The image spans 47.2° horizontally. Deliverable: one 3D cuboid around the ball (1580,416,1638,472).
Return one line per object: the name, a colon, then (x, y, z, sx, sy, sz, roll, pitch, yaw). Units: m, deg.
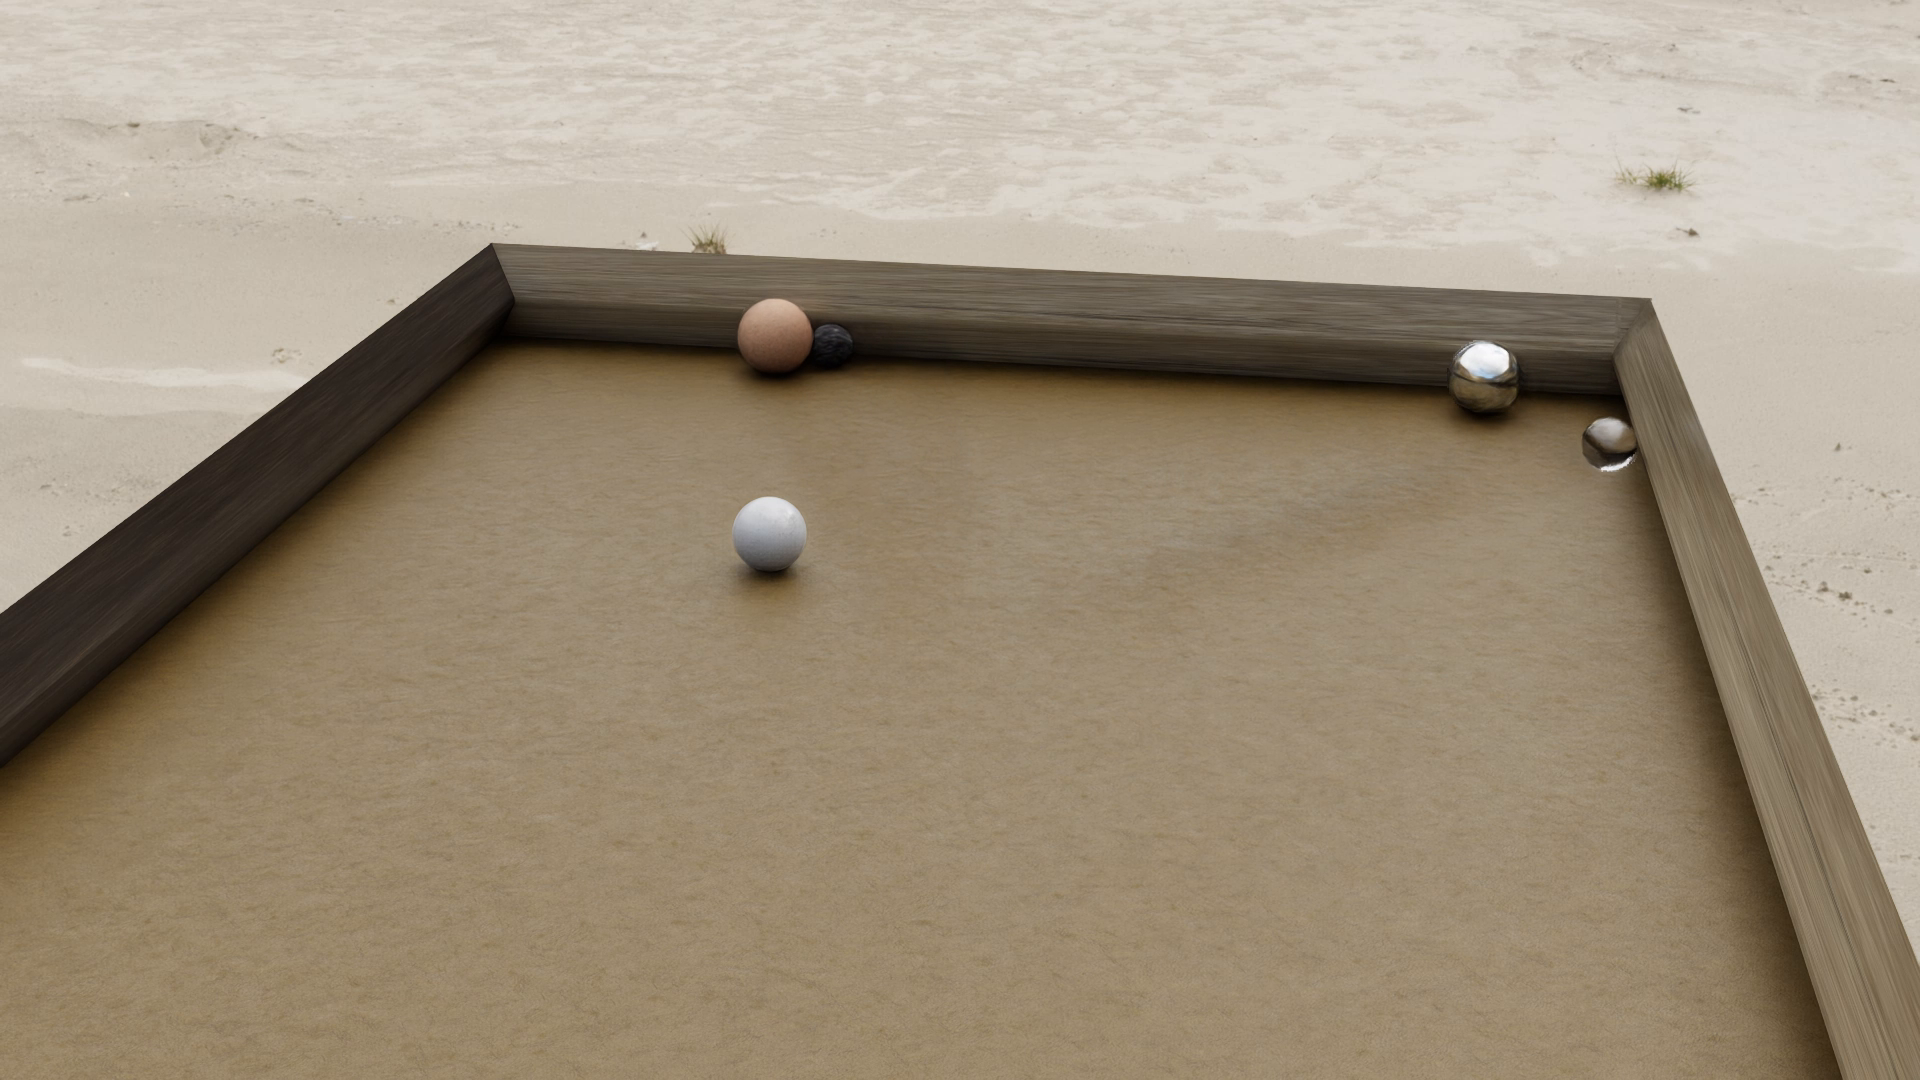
ball: (0.760, -0.112, 2.576, 0.064, 0.064, 0.064, 0, 23, 0)

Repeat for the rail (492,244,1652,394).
rail: (0.111, -0.287, 2.892, 1.534, 0.129, 0.045, 4, 24, 9)

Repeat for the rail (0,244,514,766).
rail: (-0.848, 0.201, 1.768, 0.045, 0.129, 2.782, 4, 24, 9)

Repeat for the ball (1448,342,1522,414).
ball: (0.657, -0.203, 2.752, 0.090, 0.090, 0.090, 0, 23, 0)

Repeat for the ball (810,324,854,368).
ball: (-0.170, -0.258, 2.917, 0.058, 0.058, 0.058, 0, 23, 0)

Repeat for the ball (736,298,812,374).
ball: (-0.243, -0.267, 2.887, 0.100, 0.100, 0.100, 0, 23, 0)

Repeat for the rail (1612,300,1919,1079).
rail: (0.618, 0.299, 1.542, 0.045, 0.129, 2.782, 4, 24, 9)

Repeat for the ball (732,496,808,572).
ball: (-0.200, -0.006, 2.312, 0.079, 0.079, 0.079, 0, 23, 0)
